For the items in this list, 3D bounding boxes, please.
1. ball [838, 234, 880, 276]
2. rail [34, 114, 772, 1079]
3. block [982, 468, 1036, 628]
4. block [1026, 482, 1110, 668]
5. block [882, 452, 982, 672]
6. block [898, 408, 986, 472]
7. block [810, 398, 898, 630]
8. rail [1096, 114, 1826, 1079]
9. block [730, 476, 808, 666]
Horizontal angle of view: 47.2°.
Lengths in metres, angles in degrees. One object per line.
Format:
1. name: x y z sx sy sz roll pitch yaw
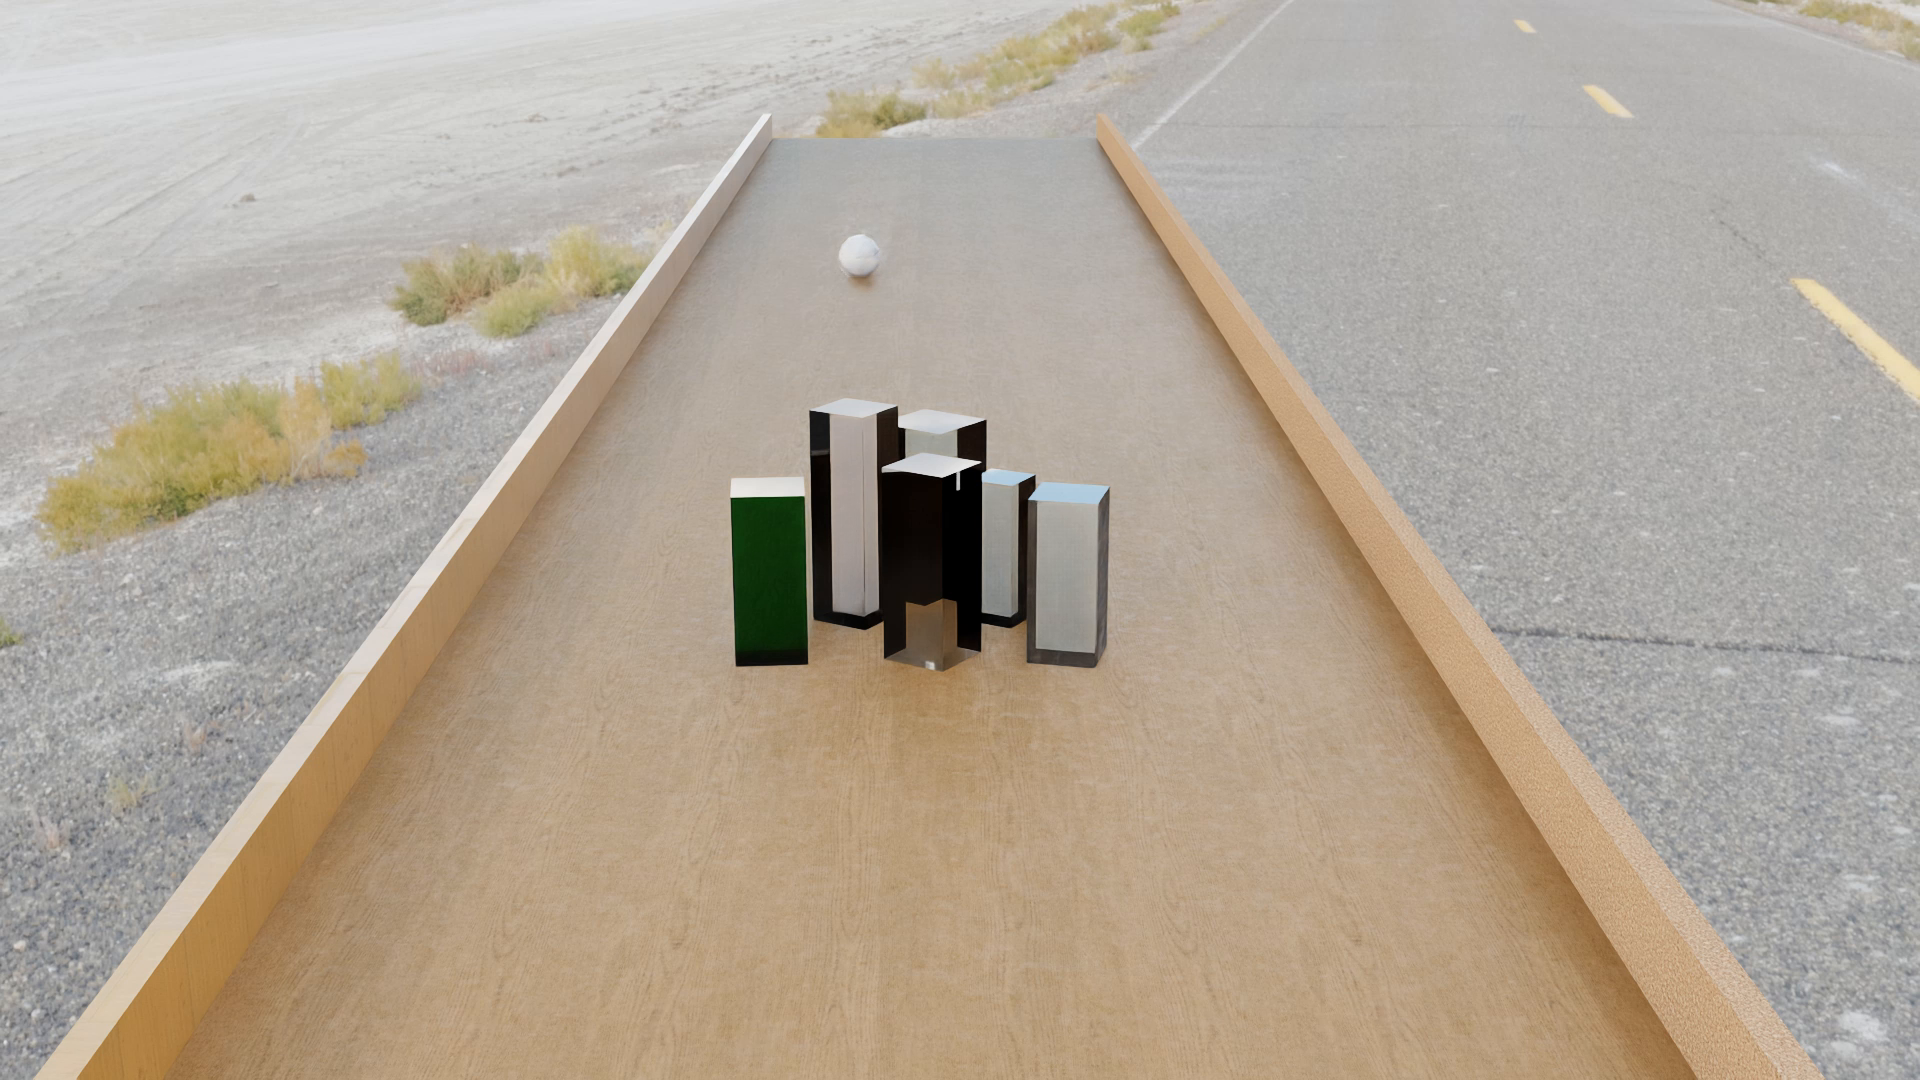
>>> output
1. ball: -0.398 -1.127 8.726 0.165 0.165 0.165 0 17 0
2. rail: -1.118 -0.838 7.780 0.050 0.150 12.000 0 17 -1
3. block: 0.087 0.017 4.627 0.105 0.309 0.105 9 19 28
4. block: 0.217 0.069 4.400 0.138 0.339 0.138 4 17 13
5. block: -0.055 0.043 4.386 0.142 0.398 0.142 10 20 31
6. block: -0.061 -0.083 4.858 0.171 0.369 0.171 12 20 34
7. block: -0.220 -0.055 4.615 0.133 0.455 0.133 10 19 30
8. rail: 0.932 -0.844 7.801 0.050 0.150 12.000 0 17 -1
9. block: -0.381 0.063 4.403 0.145 0.350 0.145 -1 17 -5
